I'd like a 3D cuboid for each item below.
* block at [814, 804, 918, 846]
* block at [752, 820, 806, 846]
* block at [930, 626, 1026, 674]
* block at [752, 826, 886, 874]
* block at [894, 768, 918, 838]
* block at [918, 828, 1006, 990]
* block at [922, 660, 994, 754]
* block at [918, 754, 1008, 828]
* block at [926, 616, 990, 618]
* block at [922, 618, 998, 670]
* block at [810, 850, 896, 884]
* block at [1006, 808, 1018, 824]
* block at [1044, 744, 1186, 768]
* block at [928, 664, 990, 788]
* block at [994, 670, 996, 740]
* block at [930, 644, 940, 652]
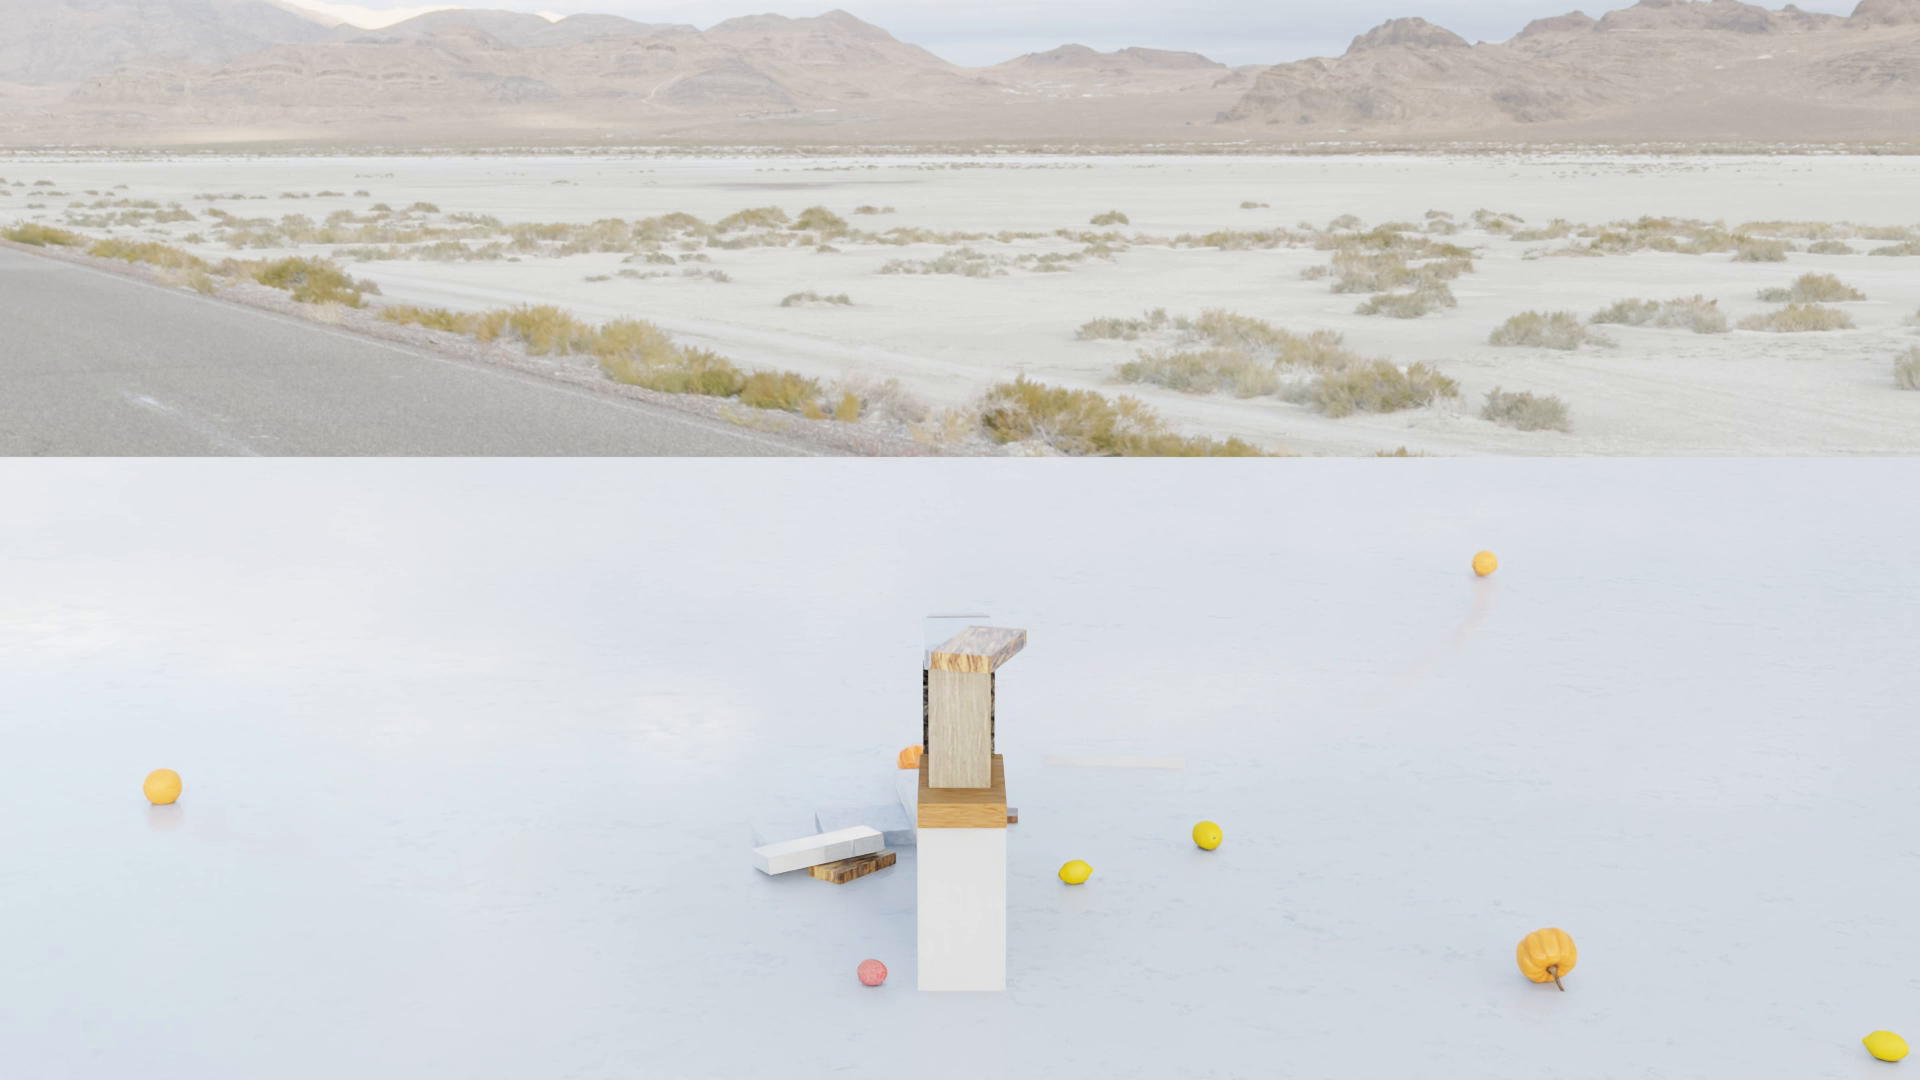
[{"bbox_3d":[-0.150,0.514,3.955,0.208,0.029,0.104,-2,20,-12],"label":"block"},{"bbox_3d":[-0.319,0.533,3.920,0.072,0.020,0.143,-4,11,-19],"label":"block"},{"bbox_3d":[0.030,0.162,3.279,0.091,0.026,0.183,4,11,18],"label":"block"},{"bbox_3d":[-0.245,0.534,3.796,0.208,0.029,0.104,-9,4,-21],"label":"block"},{"bbox_3d":[-0.037,0.483,3.948,0.111,0.031,0.222,-2,27,-15],"label":"block"},{"bbox_3d":[0.002,0.536,3.248,0.130,0.259,0.037,0,11,0],"label":"block"},{"bbox_3d":[-0.002,0.346,3.458,0.112,0.315,0.032,0,11,0],"label":"block"},{"bbox_3d":[0.002,0.375,3.305,0.130,0.037,0.259,0,11,0],"label":"block"},{"bbox_3d":[-0.002,0.251,3.649,0.104,0.250,0.029,-1,12,-4],"label":"block"},{"bbox_3d":[-0.002,0.163,3.492,0.112,0.032,0.224,0,10,-2],"label":"block"},{"bbox_3d":[-0.184,0.558,3.786,0.072,0.020,0.143,9,14,39],"label":"block"},{"bbox_3d":[0.057,0.509,4.067,0.102,0.014,0.051,1,11,3],"label":"block"},{"bbox_3d":[0.314,0.437,4.437,0.281,0.020,0.072,1,11,6],"label":"block"},{"bbox_3d":[0.000,0.274,3.248,0.091,0.183,0.026,0,11,0],"label":"block"},{"bbox_3d":[0.001,0.274,3.599,0.112,0.224,0.032,0,10,0],"label":"block"},{"bbox_3d":[-0.001,0.252,3.369,0.091,0.183,0.026,0,10,0],"label":"block"}]
